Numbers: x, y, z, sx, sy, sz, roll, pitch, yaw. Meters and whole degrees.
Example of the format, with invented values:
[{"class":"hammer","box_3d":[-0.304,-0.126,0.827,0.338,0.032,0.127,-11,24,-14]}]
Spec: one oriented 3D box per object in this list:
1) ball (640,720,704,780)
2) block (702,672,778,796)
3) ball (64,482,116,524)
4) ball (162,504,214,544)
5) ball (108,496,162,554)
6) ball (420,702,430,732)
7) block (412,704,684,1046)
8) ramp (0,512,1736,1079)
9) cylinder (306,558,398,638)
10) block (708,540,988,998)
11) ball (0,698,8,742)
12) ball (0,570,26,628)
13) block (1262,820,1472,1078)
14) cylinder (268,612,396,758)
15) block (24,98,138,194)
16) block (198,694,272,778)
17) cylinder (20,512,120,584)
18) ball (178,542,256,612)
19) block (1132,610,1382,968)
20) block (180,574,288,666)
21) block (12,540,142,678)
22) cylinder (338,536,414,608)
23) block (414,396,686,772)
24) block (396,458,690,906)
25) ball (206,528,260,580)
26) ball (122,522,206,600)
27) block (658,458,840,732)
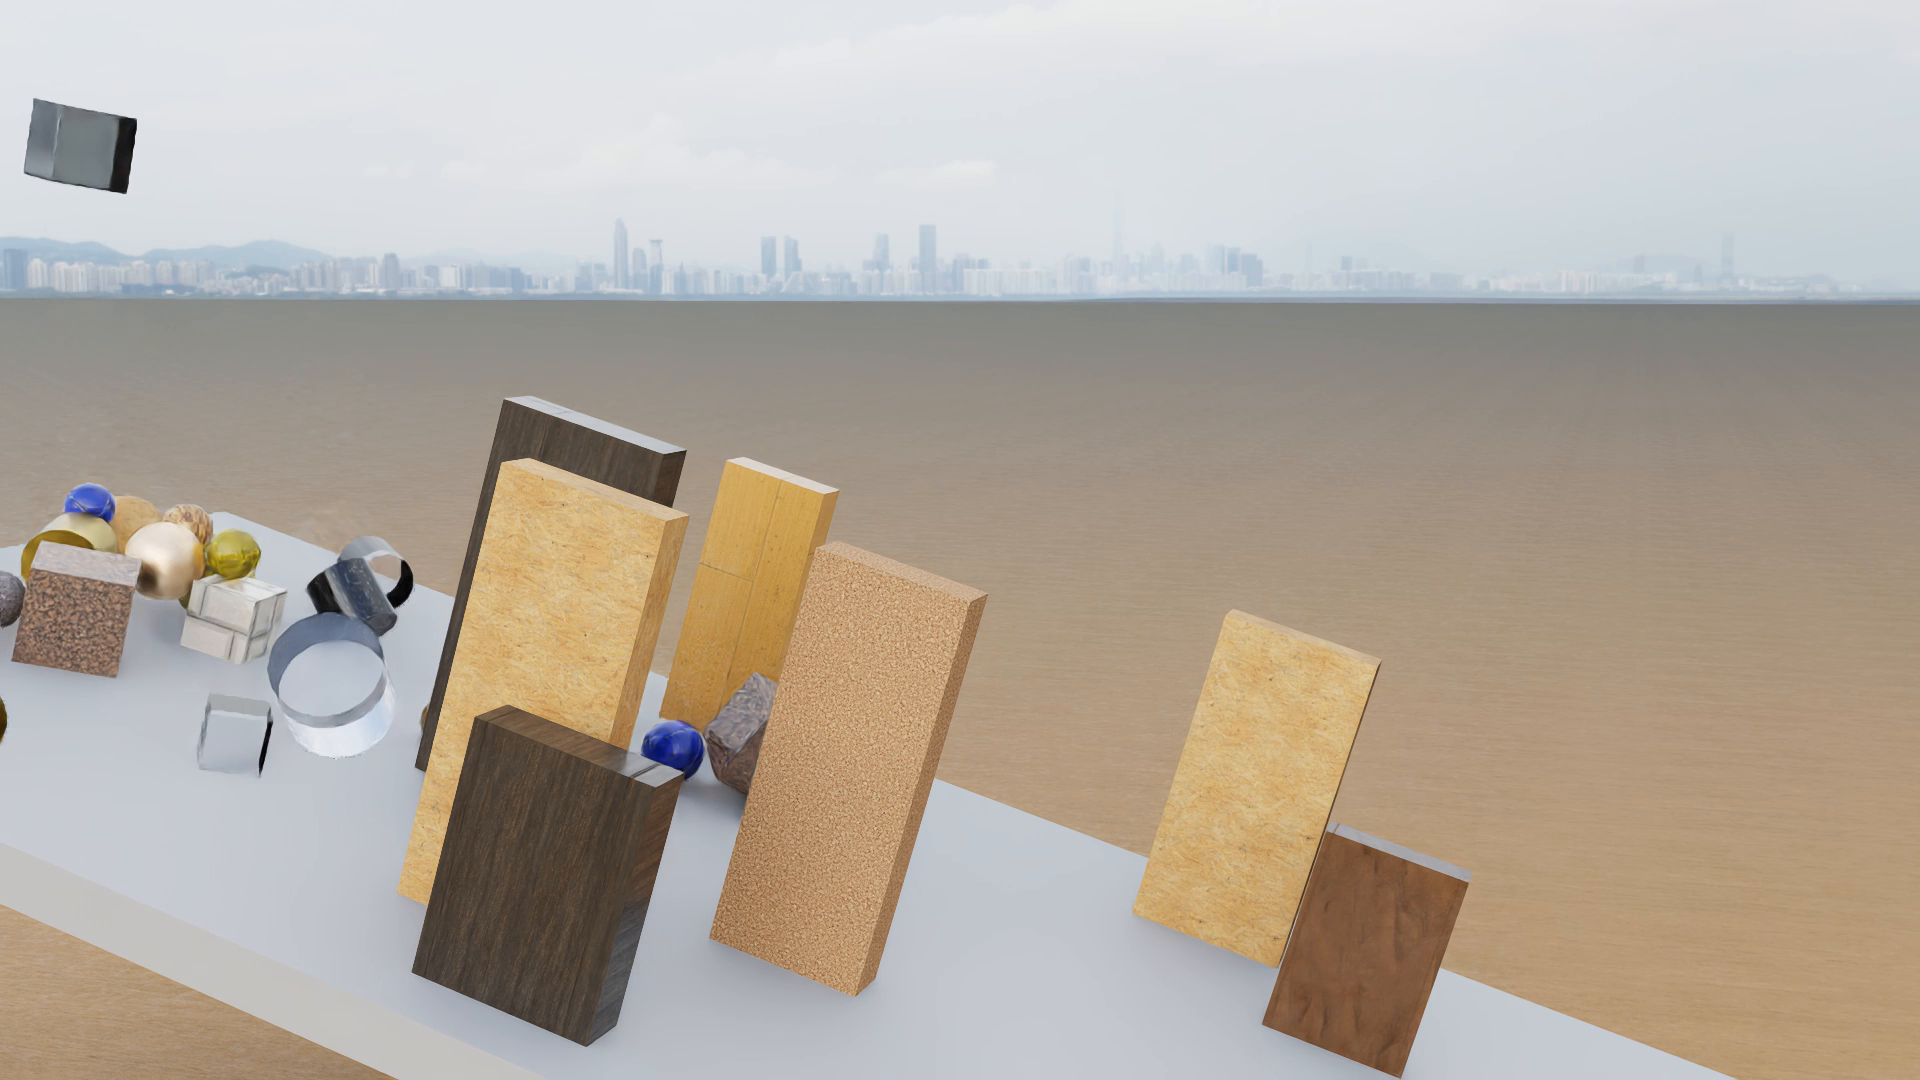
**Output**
[{"class":"ball","box_3d":[-0.604,0.444,4.626,0.133,0.133,0.133,0,7,0]},{"class":"block","box_3d":[-0.406,0.429,4.647,0.179,0.179,0.179,34,14,-29]},{"class":"ball","box_3d":[-1.908,-0.071,4.823,0.107,0.107,0.107,0,7,0]},{"class":"ball","box_3d":[-1.704,-0.025,4.847,0.111,0.111,0.111,0,7,0]},{"class":"ball","box_3d":[-1.889,-0.018,4.984,0.168,0.168,0.168,0,7,0]},{"class":"ball","box_3d":[-1.040,0.368,4.458,0.107,0.107,0.107,0,7,0]},{"class":"block","box_3d":[-0.647,0.522,3.441,0.316,0.436,0.105,19,12,14]},{"class":"ramp","box_3d":[-0.372,0.720,4.236,4.000,0.100,2.000,19,12,14]},{"class":"cylinder","box_3d":[-1.347,0.142,4.871,0.147,0.147,0.147,-30,-14,-8]},{"class":"block","box_3d":[-0.200,0.401,3.866,0.288,0.740,0.109,19,12,14]},{"class":"ball","box_3d":[-1.698,0.306,3.712,0.163,0.163,0.163,0,7,0]},{"class":"ball","box_3d":[-1.932,0.118,4.407,0.116,0.116,0.116,0,7,0]},{"class":"block","box_3d":[0.780,0.785,4.221,0.279,0.410,0.082,19,12,14]},{"class":"cylinder","box_3d":[-1.192,0.278,4.184,0.210,0.210,0.210,-1,-27,-8]},{"class":"block","box_3d":[-1.959,-0.877,4.897,0.168,0.168,0.168,5,10,-44]},{"class":"block","box_3d":[-1.343,0.361,4.072,0.110,0.110,0.110,11,12,-23]},{"class":"cylinder","box_3d":[-1.905,0.037,4.710,0.163,0.163,0.163,-1,14,-8]},{"class":"ball","box_3d":[-1.631,0.091,4.811,0.172,0.172,0.172,0,7,0]},{"class":"block","box_3d":[0.617,0.518,4.594,0.324,0.676,0.090,19,12,14]},{"class":"block","box_3d":[-1.539,0.164,4.666,0.142,0.142,0.142,18,11,7]},{"class":"block","box_3d":[-1.752,0.137,4.369,0.194,0.194,0.194,12,12,-19]},{"class":"cylinder","box_3d":[-1.398,0.081,5.254,0.143,0.143,0.143,-4,20,-31]},{"class":"block","box_3d":[-0.795,0.138,4.252,0.344,0.759,0.106,19,12,14]},{"class":"block","box_3d":[-0.700,0.280,3.672,0.304,0.772,0.094,19,12,14]},{"class":"ball","box_3d":[-1.542,0.028,4.667,0.111,0.111,0.111,0,7,0]},{"class":"ball","box_3d":[-1.671,0.045,4.615,0.165,0.165,0.165,0,7,0]},{"class":"block","box_3d":[-0.481,0.146,4.999,0.243,0.619,0.100,19,12,14]}]
